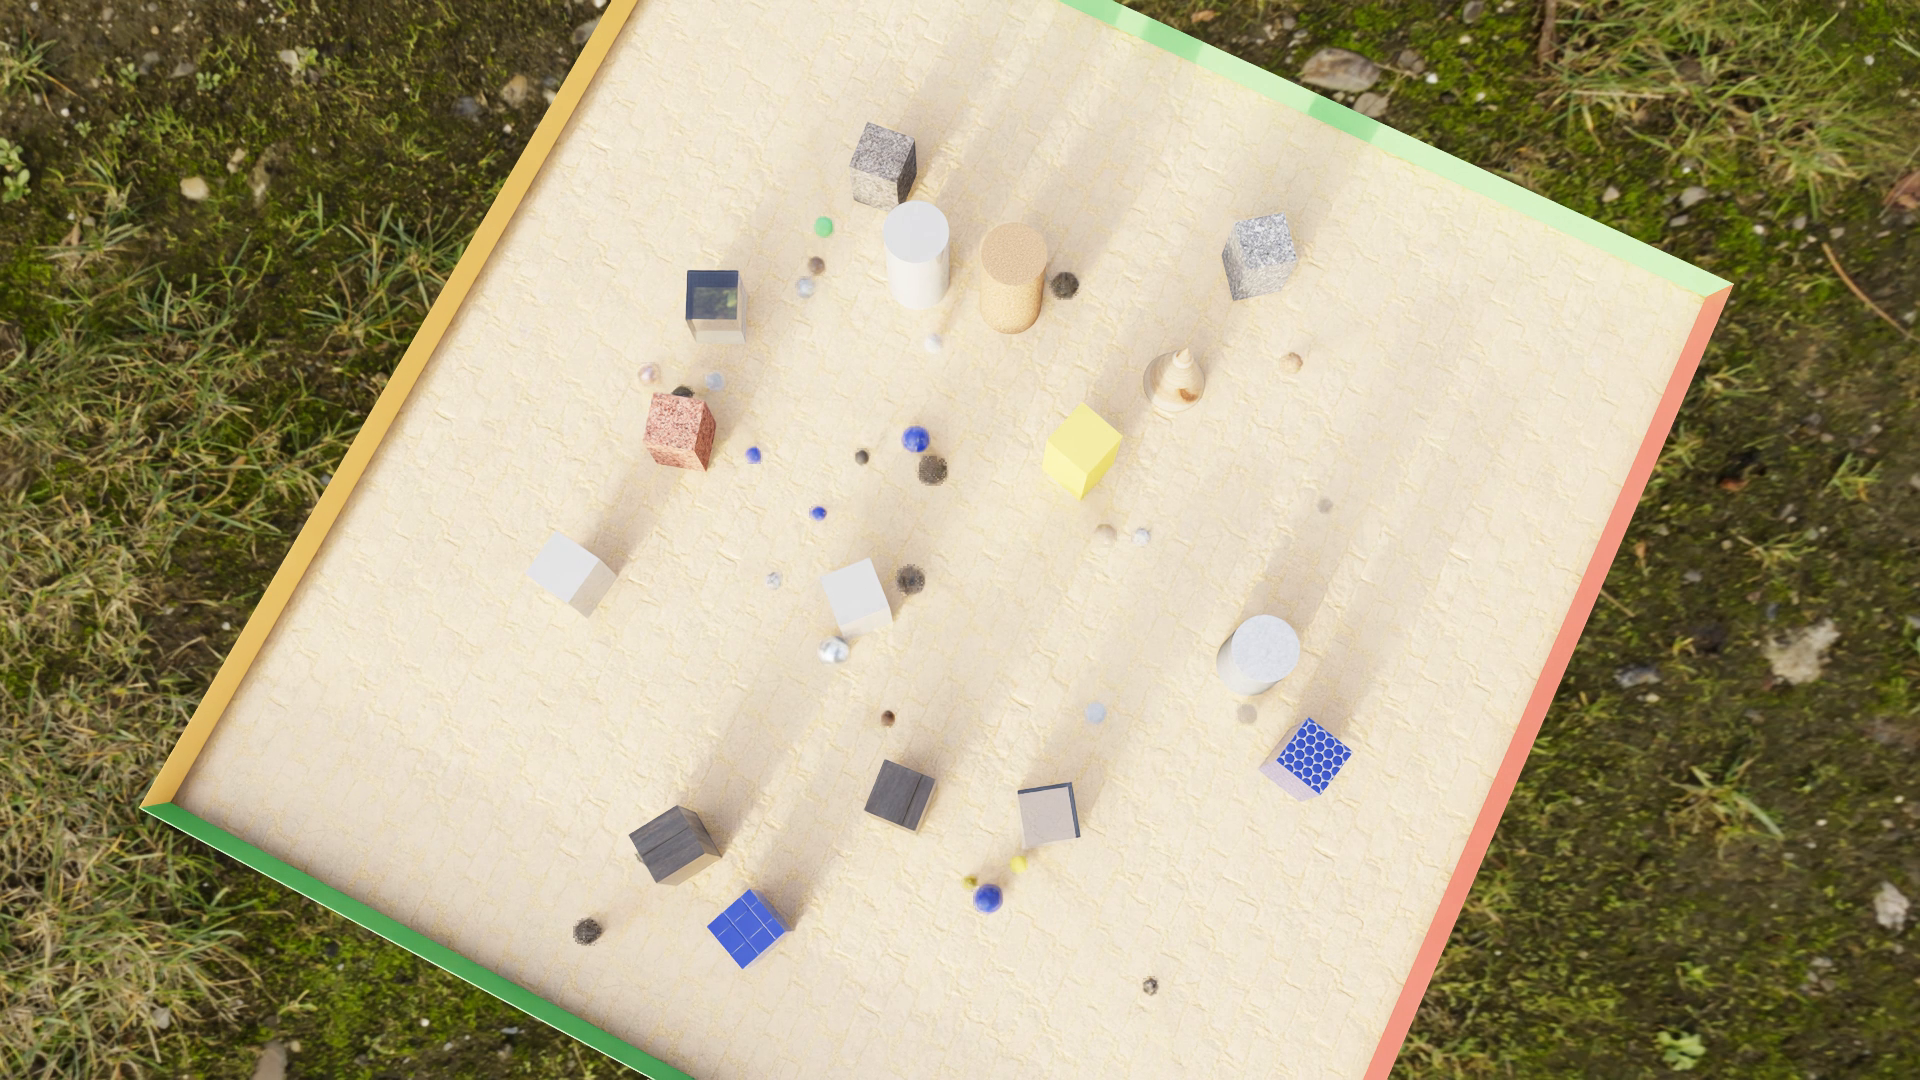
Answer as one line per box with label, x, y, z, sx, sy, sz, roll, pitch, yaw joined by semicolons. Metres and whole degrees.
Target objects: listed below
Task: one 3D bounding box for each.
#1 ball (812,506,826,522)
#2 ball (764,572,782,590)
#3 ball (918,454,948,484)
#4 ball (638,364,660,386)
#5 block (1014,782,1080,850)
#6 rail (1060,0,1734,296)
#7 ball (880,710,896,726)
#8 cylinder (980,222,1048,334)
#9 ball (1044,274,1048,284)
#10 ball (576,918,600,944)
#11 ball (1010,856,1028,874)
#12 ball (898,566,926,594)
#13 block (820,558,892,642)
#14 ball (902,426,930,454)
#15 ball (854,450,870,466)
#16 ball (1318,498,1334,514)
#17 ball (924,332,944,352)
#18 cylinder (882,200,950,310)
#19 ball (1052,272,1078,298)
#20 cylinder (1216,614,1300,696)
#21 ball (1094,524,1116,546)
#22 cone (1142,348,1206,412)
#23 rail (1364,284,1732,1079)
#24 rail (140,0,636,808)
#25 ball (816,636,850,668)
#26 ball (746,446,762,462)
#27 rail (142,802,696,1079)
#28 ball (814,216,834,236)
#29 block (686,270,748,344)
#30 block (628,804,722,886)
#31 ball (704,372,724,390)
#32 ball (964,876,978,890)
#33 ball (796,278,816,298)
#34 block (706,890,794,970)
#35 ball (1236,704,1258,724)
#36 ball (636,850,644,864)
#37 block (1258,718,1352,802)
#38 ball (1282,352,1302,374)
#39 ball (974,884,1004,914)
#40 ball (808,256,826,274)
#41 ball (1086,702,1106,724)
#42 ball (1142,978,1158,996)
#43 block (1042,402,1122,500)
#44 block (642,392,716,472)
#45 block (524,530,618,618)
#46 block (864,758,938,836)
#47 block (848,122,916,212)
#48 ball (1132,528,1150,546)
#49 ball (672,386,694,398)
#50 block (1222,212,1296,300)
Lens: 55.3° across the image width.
ball;-0.431;-0.080;5.609;0.048;0.048;0.048;0;78;0
ball;-0.567;0.125;5.564;0.052;0.052;0.052;0;78;0
ball;-0.083;-0.217;5.614;0.092;0.092;0.092;0;78;0
ball;-0.965;-0.512;5.687;0.069;0.069;0.069;0;78;0
block;0.250;0.799;5.295;0.156;0.306;0.156;-9;78;-2
rail;0.787;-1.535;5.868;3.552;0.127;0.045;26;80;5
ball;-0.215;0.534;5.482;0.047;0.047;0.047;0;78;0
cylinder;0.158;-0.786;5.550;0.195;0.449;0.195;0;78;0
ball;0.253;-0.826;5.762;0.049;0.049;0.049;0;78;0
ball;-1.085;1.142;5.343;0.072;0.072;0.072;0;78;0
ball;0.174;0.955;5.392;0.053;0.053;0.053;0;78;0
ball;-0.146;0.124;5.548;0.084;0.084;0.084;0;78;0
block;-0.305;0.179;5.431;0.156;0.291;0.156;-22;79;-4
ball;-0.137;-0.310;5.637;0.086;0.086;0.086;0;78;0
ball;-0.303;-0.253;5.645;0.047;0.047;0.047;0;78;0
ball;1.119;-0.103;5.614;0.047;0.047;0.047;0;78;0
ball;-0.083;-0.617;5.713;0.060;0.060;0.060;0;78;0
cylinder;-0.129;-0.862;5.581;0.195;0.419;0.195;0;78;0
ball;0.329;-0.799;5.739;0.084;0.084;0.084;0;78;0
cylinder;0.871;0.342;5.381;0.195;0.324;0.195;0;78;0
ball;0.441;-0.016;5.585;0.069;0.069;0.069;0;78;0
cone;0.668;-0.528;5.543;0.195;0.357;0.195;0;78;0
rail;1.567;0.774;5.391;0.045;0.127;3.568;26;80;5
rail;-1.567;-0.761;5.708;0.045;0.127;3.568;26;80;5
ball;-0.381;0.335;5.497;0.098;0.098;0.098;0;78;0
ball;-0.636;-0.263;5.645;0.052;0.052;0.052;0;78;0
rail;-0.787;1.549;5.230;3.552;0.127;0.045;26;80;5
ball;-0.430;-0.990;5.789;0.064;0.064;0.064;0;78;0
block;-0.749;-0.716;5.644;0.156;0.236;0.156;0;78;0
block;-0.810;0.877;5.243;0.156;0.375;0.156;-31;80;-6
ball;-0.763;-0.493;5.688;0.061;0.061;0.061;0;78;0
ball;0.030;1.007;5.387;0.042;0.042;0.042;0;78;0
ball;-0.483;-0.791;5.749;0.061;0.061;0.061;0;78;0
block;-0.597;1.113;5.247;0.156;0.273;0.156;-41;81;-8
ball;0.858;0.520;5.476;0.064;0.064;0.064;0;78;0
ball;-0.927;0.923;5.397;0.057;0.057;0.057;0;78;0
block;0.999;0.641;5.319;0.156;0.323;0.156;38;81;7
ball;1.032;-0.548;5.696;0.066;0.066;0.066;0;78;0
ball;0.086;1.048;5.356;0.086;0.086;0.086;0;78;0
ball;-0.452;-0.865;5.767;0.055;0.055;0.055;0;78;0
ball;0.407;0.517;5.477;0.064;0.064;0.064;0;78;0
ball;0.554;1.299;5.324;0.047;0.047;0.047;0;78;0
block;0.363;-0.261;5.495;0.156;0.344;0.156;41;81;8
block;-0.846;-0.324;5.548;0.156;0.266;0.156;10;78;2
block;-1.152;0.106;5.448;0.156;0.286;0.156;33;80;6
block;-0.169;0.748;5.302;0.156;0.312;0.156;21;79;4
block;-0.238;-1.154;5.718;0.156;0.270;0.156;20;79;4
ball;0.554;-0.009;5.590;0.055;0.055;0.055;0;78;0
ball;-0.861;-0.438;5.670;0.073;0.073;0.073;0;78;0
block;0.920;-0.871;5.653;0.156;0.281;0.156;-12;79;-2
